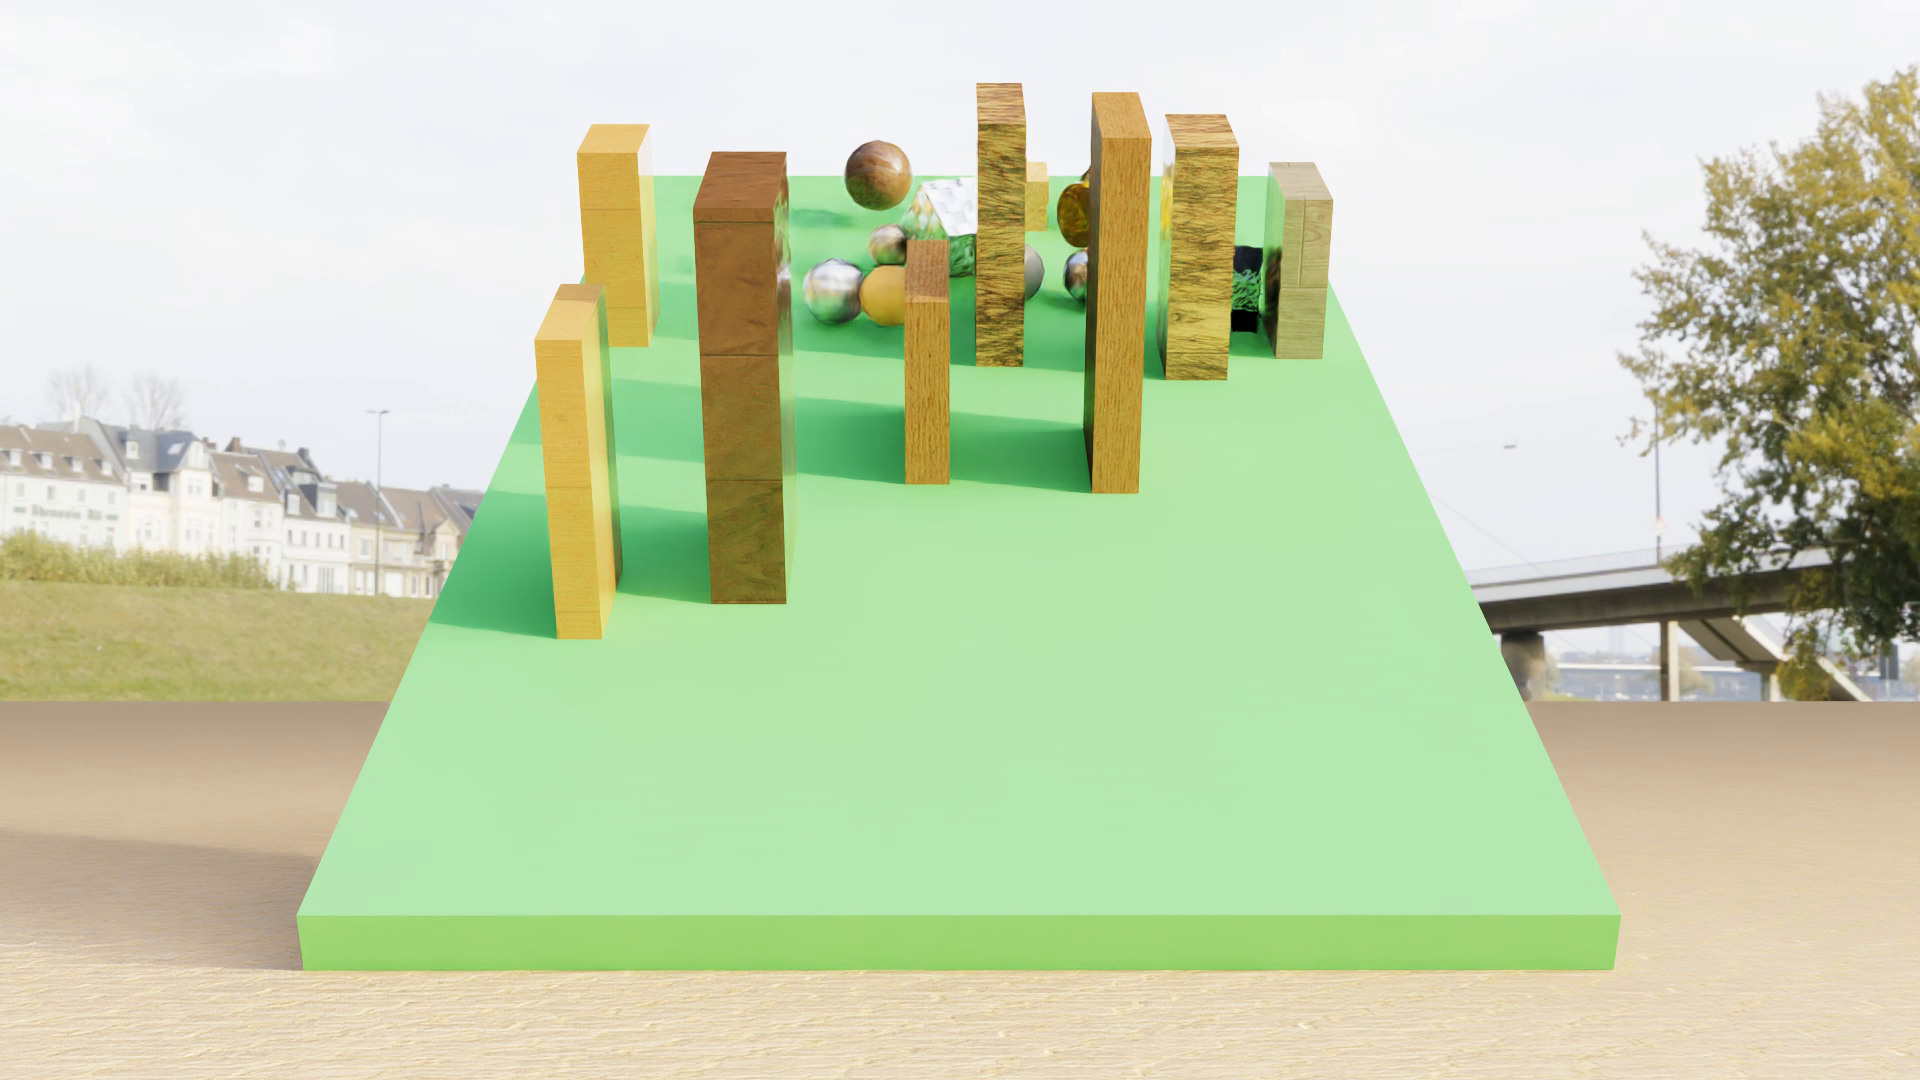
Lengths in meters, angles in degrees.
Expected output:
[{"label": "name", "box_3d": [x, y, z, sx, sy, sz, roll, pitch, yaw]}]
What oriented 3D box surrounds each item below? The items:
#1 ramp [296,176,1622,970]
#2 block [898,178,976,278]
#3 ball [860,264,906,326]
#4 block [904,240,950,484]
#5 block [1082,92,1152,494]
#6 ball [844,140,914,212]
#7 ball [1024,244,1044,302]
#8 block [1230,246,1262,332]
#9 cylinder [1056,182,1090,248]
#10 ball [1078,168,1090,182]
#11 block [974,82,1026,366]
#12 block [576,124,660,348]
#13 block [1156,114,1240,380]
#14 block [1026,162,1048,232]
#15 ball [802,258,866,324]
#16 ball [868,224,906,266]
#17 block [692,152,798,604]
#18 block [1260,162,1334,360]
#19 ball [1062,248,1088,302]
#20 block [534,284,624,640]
[{"label": "ramp", "box_3d": [-0.009, -0.229, 5.366, 2.000, 0.100, 4.000, 0, 25, 0]}, {"label": "block", "box_3d": [-0.019, -0.827, 6.216, 0.185, 0.185, 0.185, -10, -29, -31]}, {"label": "ball", "box_3d": [-0.173, -0.608, 5.821, 0.154, 0.154, 0.154, 0, -4, 0]}, {"label": "block", "box_3d": [-0.070, -0.394, 5.115, 0.094, 0.410, 0.426, 0, 25, 0]}, {"label": "block", "box_3d": [0.330, -0.526, 4.971, 0.099, 0.771, 0.368, 0, 25, 0]}, {"label": "ball", "box_3d": [-0.232, -1.036, 6.652, 0.199, 0.199, 0.199, 0, -4, 0]}, {"label": "ball", "box_3d": [0.137, -0.694, 6.056, 0.163, 0.163, 0.163, 0, -4, 0]}, {"label": "block", "box_3d": [0.677, -0.635, 5.890, 0.153, 0.153, 0.153, 4, -47, 6]}, {"label": "cylinder", "box_3d": [0.369, -0.848, 6.062, 0.169, 0.169, 0.169, -12, 4, -36]}, {"label": "ball", "box_3d": [0.421, -0.990, 6.679, 0.179, 0.179, 0.179, 0, -4, 0]}, {"label": "block", "box_3d": [0.096, -0.773, 5.710, 0.114, 0.598, 0.394, 0, 25, 0]}, {"label": "block", "box_3d": [-0.842, -0.755, 5.792, 0.146, 0.491, 0.264, 0, 25, 0]}, {"label": "block", "box_3d": [0.564, -0.701, 5.593, 0.147, 0.568, 0.300, 0, 25, 0]}, {"label": "block", "box_3d": [0.172, -0.979, 6.668, 0.151, 0.151, 0.151, 0, 31, 0]}, {"label": "ball", "box_3d": [-0.314, -0.627, 5.899, 0.167, 0.167, 0.167, 0, -4, 0]}, {"label": "ball", "box_3d": [-0.188, -0.793, 6.315, 0.124, 0.124, 0.124, 0, -4, 0]}, {"label": "block", "box_3d": [-0.404, -0.312, 4.488, 0.144, 0.786, 0.374, 0, 25, 0]}, {"label": "block", "box_3d": [0.827, -0.693, 5.774, 0.114, 0.401, 0.329, 0, 25, 0]}, {"label": "ball", "box_3d": [0.336, -0.687, 6.065, 0.144, 0.144, 0.144, 0, -4, 0]}, {"label": "block", "box_3d": [-0.707, -0.148, 4.366, 0.083, 0.590, 0.308, 0, 25, 0]}]
